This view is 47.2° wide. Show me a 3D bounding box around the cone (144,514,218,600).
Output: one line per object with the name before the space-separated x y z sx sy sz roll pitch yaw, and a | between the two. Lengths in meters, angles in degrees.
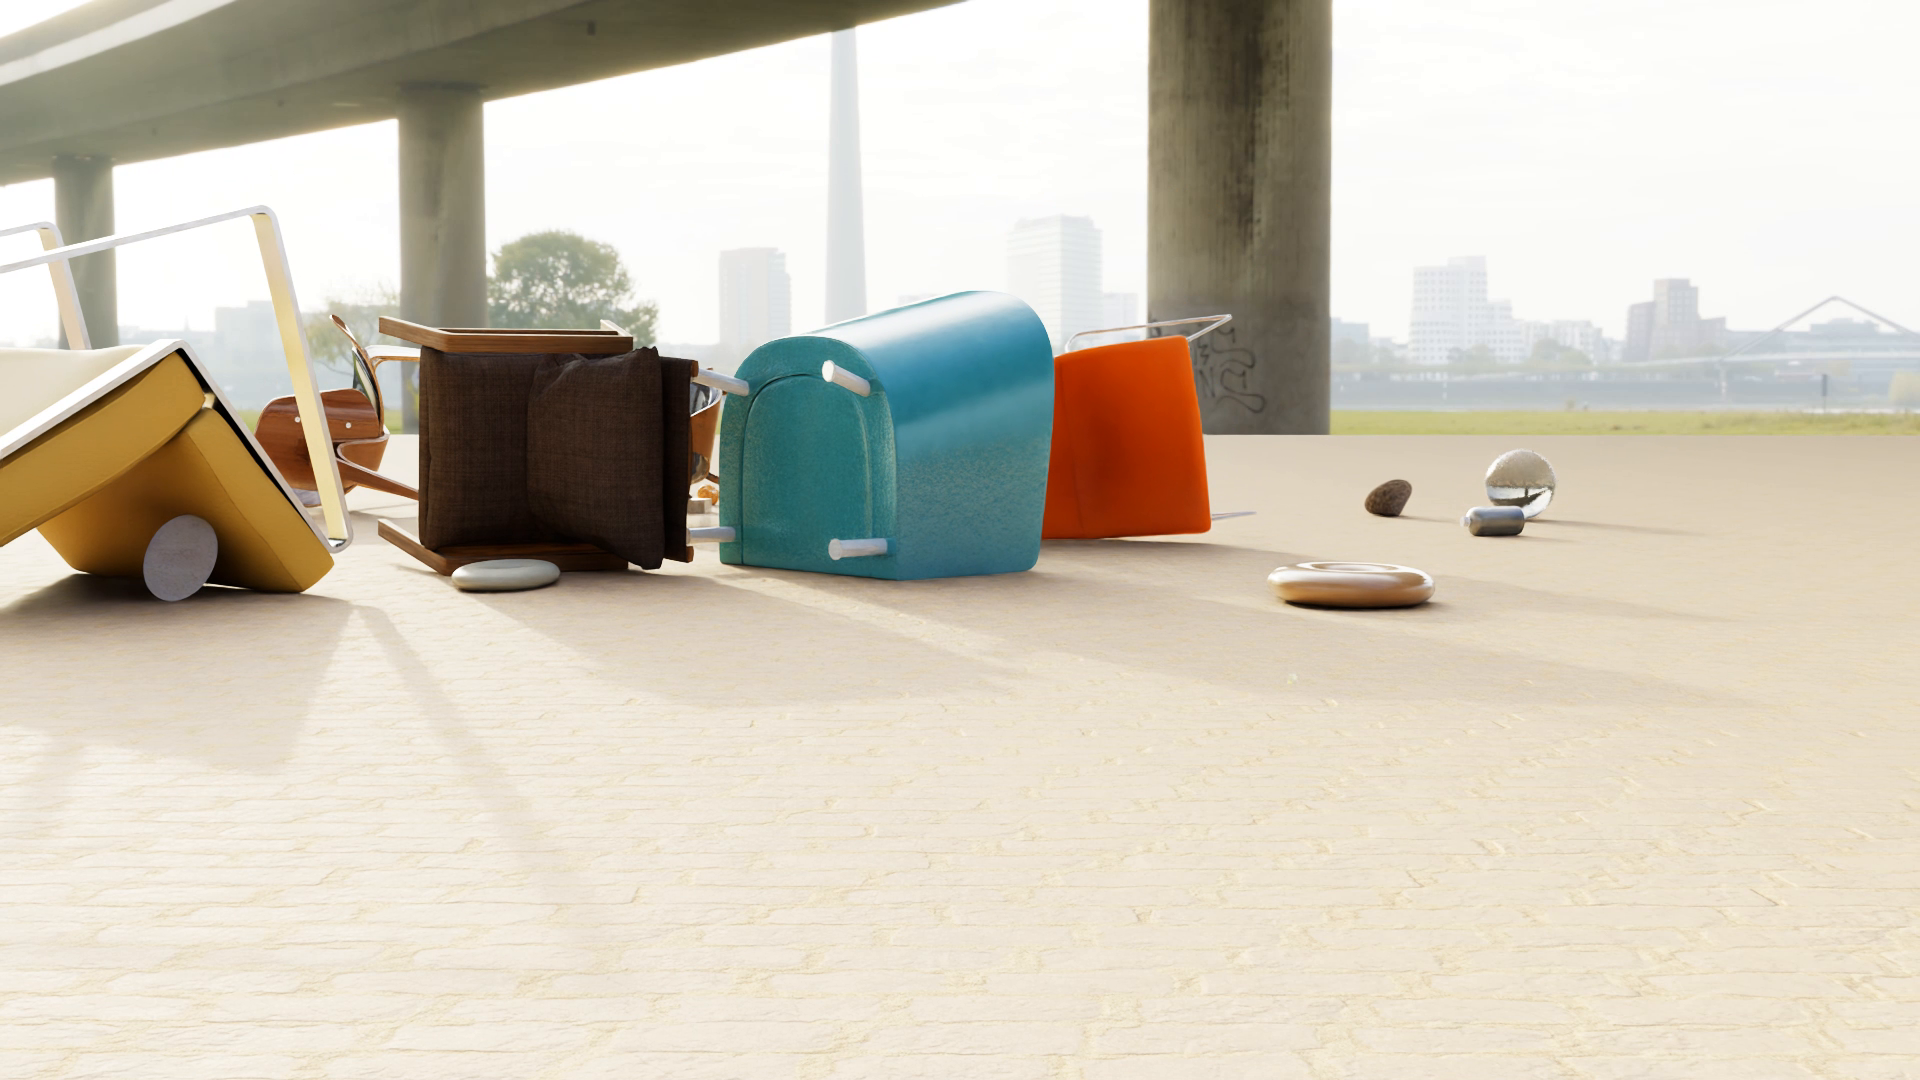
cone | -1.700 0.076 4.786 0.140 0.204 0.215 21 -27 -13

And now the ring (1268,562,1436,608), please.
ring | 0.825 0.094 4.644 0.349 0.075 0.407 1 3 -1

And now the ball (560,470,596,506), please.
ball | -1.464 -0.198 8.441 0.136 0.136 0.136 0 4 0

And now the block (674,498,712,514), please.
block | -0.971 -0.125 8.011 0.109 0.049 0.119 0 4 6

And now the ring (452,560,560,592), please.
ring | -1.036 0.080 5.027 0.225 0.050 0.393 1 4 5

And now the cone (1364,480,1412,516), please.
cone | 1.535 -0.118 7.783 0.181 0.094 0.188 -33 -39 15

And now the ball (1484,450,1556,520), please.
ball | 1.933 -0.191 7.582 0.240 0.240 0.240 0 4 0
